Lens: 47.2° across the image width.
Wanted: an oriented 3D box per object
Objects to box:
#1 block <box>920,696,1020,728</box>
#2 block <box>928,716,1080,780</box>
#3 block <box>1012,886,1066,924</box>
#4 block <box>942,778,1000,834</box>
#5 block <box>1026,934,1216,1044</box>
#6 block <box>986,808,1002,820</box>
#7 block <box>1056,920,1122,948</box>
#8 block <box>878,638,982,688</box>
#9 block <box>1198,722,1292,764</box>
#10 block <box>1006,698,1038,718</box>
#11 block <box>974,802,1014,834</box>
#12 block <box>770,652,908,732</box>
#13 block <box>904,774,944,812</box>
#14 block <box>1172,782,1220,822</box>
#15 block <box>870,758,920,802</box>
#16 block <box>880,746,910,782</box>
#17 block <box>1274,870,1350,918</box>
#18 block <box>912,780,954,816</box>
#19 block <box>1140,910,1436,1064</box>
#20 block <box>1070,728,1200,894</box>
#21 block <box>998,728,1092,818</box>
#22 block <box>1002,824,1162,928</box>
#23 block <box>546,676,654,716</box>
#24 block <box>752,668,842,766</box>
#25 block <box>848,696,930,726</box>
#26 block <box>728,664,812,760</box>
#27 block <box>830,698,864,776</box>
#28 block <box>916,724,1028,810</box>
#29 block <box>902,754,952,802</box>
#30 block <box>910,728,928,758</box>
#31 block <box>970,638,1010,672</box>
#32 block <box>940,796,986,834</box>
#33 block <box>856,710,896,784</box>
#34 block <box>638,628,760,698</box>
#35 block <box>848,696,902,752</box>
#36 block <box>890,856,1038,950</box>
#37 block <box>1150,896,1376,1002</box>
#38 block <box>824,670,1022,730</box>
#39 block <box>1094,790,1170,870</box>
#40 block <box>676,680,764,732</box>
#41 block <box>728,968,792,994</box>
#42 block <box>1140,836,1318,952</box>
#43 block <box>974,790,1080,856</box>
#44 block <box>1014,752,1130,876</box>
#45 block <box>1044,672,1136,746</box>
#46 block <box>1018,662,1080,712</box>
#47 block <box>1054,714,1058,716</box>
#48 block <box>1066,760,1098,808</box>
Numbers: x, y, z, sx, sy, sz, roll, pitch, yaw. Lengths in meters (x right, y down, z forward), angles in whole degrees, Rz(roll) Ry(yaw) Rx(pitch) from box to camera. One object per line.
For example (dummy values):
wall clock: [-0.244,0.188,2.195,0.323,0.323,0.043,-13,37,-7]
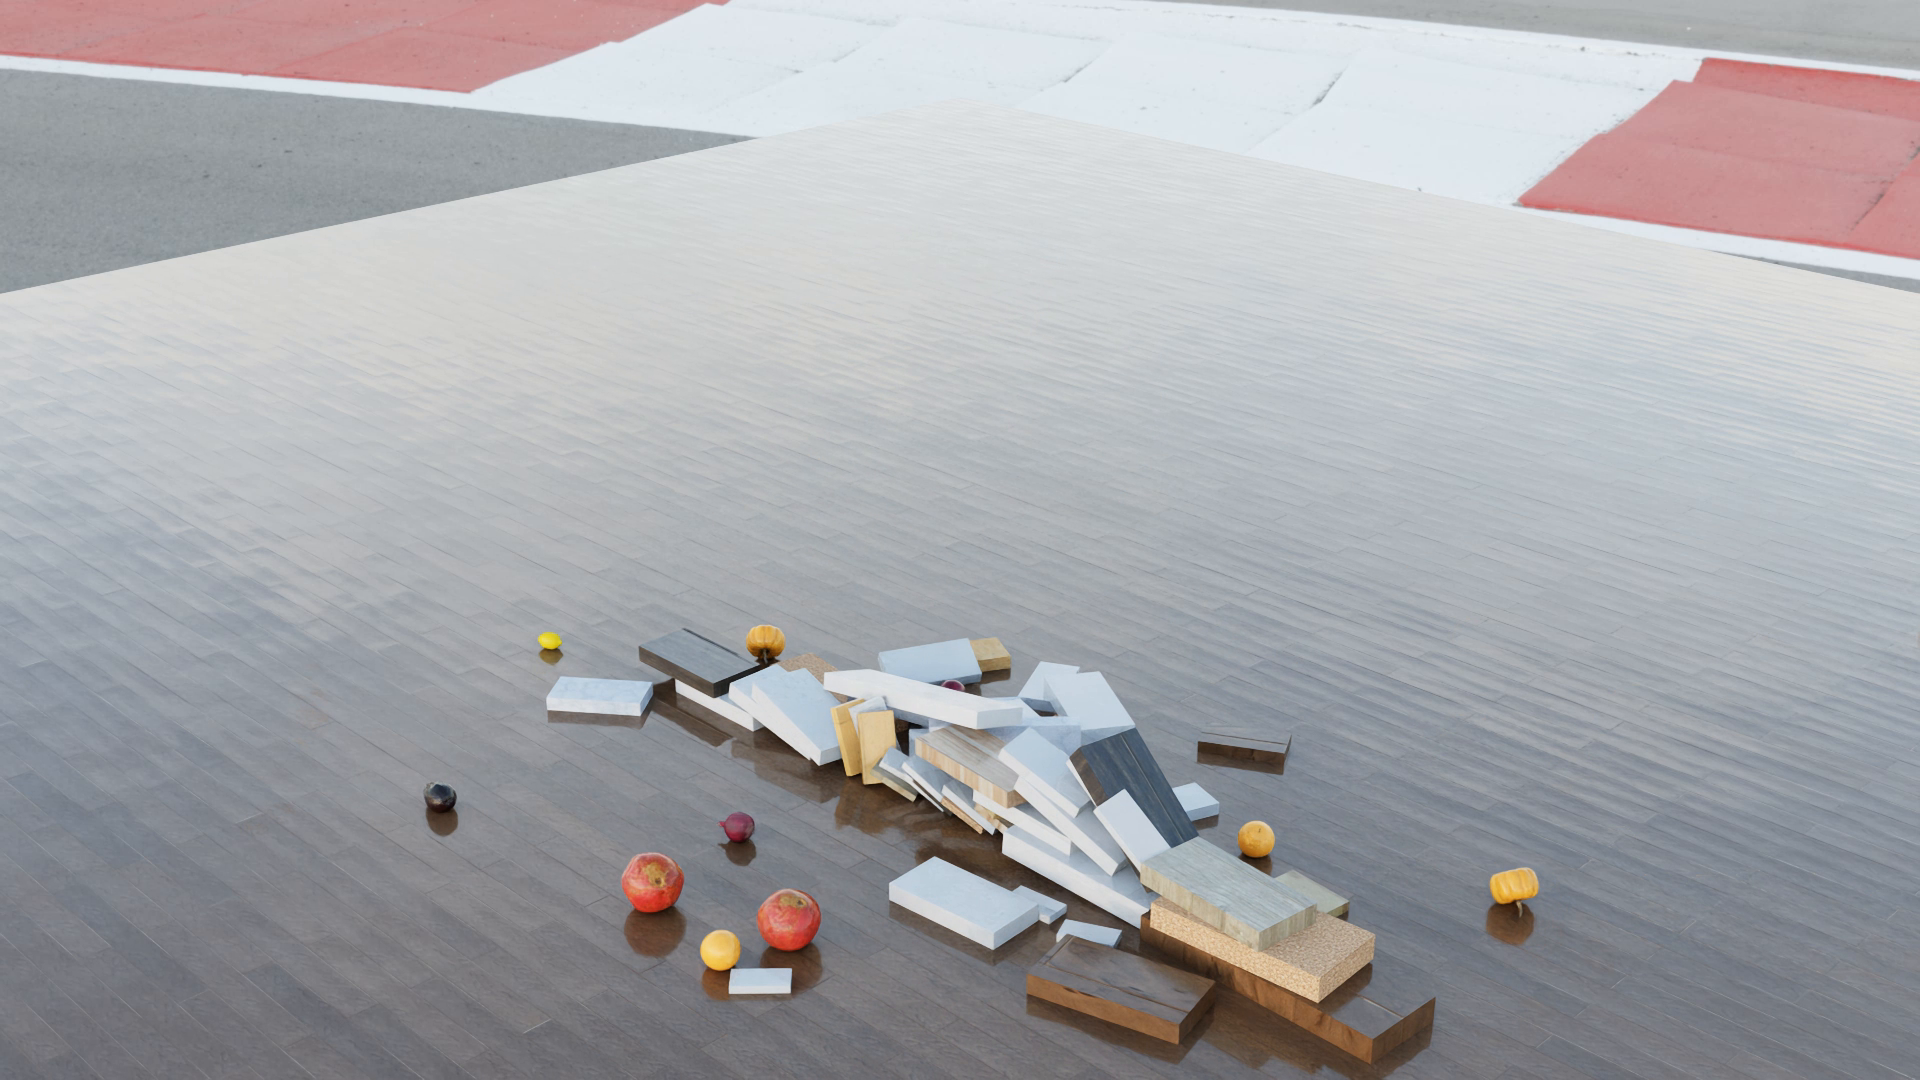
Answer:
block: [0.026,0.387,4.807,0.226,0.032,0.113,-2,23,-5]
block: [0.092,0.436,4.561,0.313,0.134,0.038,-1,23,-2]
block: [0.141,0.684,4.128,0.108,0.015,0.054,18,29,36]
block: [0.040,0.529,4.414,0.143,0.020,0.072,37,39,27]
block: [0.282,0.785,3.858,0.295,0.042,0.148,13,26,28]
block: [0.069,0.497,4.397,0.072,0.020,0.143,-5,40,-28]
block: [0.237,0.726,4.031,0.108,0.015,0.054,8,24,19]
block: [-0.068,0.288,4.983,0.212,0.030,0.106,-9,50,-17]
block: [0.609,0.434,4.705,0.185,0.026,0.093,7,24,16]
block: [0.126,0.389,4.719,0.083,0.023,0.166,-8,21,-22]
block: [0.105,0.557,4.365,0.143,0.020,0.072,38,40,28]
block: [-0.273,0.348,4.899,0.113,0.032,0.391,-16,28,-33]
block: [-0.057,0.506,4.494,0.107,0.015,0.054,38,38,19]
block: [0.420,0.543,4.448,0.185,0.026,0.093,-11,25,-24]
block: [-0.129,0.492,4.522,0.107,0.015,0.054,32,29,6]
block: [-0.109,0.472,4.532,0.107,0.015,0.054,30,37,1]
block: [0.656,0.672,4.150,0.072,0.020,0.144,-17,29,-35]
block: [-0.038,0.511,4.471,0.111,0.016,0.055,40,38,22]
block: [0.574,0.758,3.908,0.179,0.051,0.521,-20,30,-39]
block: [0.342,0.507,4.147,0.148,0.042,0.295,-15,66,-37]
block: [0.176,0.444,4.212,0.190,0.027,0.095,37,41,18]
block: [0.275,0.617,4.211,0.357,0.051,0.179,24,33,37]
block: [-0.802,0.348,4.903,0.212,0.030,0.106,3,23,7]
block: [-0.317,0.375,4.701,0.134,0.038,0.267,-15,39,-35]
block: [-0.121,0.349,4.814,0.226,0.032,0.113,14,27,29]
block: [-0.363,0.371,4.769,0.135,0.038,0.269,-22,43,-41]
block: [-0.219,0.412,4.605,0.073,0.147,0.021,-17,6,-34]
block: [0.051,0.443,4.368,0.129,0.036,0.294,-17,27,-35]
block: [-0.060,0.482,4.469,0.111,0.016,0.055,40,38,22]
block: [0.026,0.447,4.659,0.267,0.038,0.134,-1,23,-1]
block: [0.000,0.273,5.079,0.212,0.030,0.106,-7,24,-15]
block: [0.021,0.544,4.421,0.111,0.016,0.055,34,38,28]
block: [-0.171,0.430,4.566,0.073,0.147,0.021,-5,-2,-11]
block: [-0.588,0.276,4.963,0.135,0.038,0.269,-21,31,-40]
block: [-0.174,0.408,4.599,0.073,0.147,0.021,-21,9,-18]
block: [0.006,0.677,4.117,0.257,0.036,0.129,19,29,37]
block: [0.538,0.697,3.924,0.357,0.051,0.179,19,29,37]
block: [-0.083,0.332,4.621,0.129,0.036,0.481,-1,8,-43]
block: [0.320,0.538,4.067,0.072,0.020,0.144,-29,73,-31]
block: [-0.497,0.343,4.905,0.269,0.038,0.135,21,31,41]
block: [-0.353,0.782,3.899,0.108,0.015,0.054,0,23,-1]
block: [0.480,0.634,3.954,0.148,0.042,0.295,-18,29,-36]
block: [0.163,0.523,4.294,0.257,0.036,0.129,25,33,38]
block: [0.240,0.520,4.205,0.257,0.036,0.129,41,42,22]
block: [0.280,0.365,4.789,0.129,0.036,0.257,-5,24,-13]
block: [0.200,0.330,4.949,0.093,0.026,0.185,7,24,17]
block: [0.259,0.421,4.738,0.166,0.023,0.083,13,26,28]
block: [0.293,0.479,4.188,0.095,0.027,0.190,-22,70,-41]
